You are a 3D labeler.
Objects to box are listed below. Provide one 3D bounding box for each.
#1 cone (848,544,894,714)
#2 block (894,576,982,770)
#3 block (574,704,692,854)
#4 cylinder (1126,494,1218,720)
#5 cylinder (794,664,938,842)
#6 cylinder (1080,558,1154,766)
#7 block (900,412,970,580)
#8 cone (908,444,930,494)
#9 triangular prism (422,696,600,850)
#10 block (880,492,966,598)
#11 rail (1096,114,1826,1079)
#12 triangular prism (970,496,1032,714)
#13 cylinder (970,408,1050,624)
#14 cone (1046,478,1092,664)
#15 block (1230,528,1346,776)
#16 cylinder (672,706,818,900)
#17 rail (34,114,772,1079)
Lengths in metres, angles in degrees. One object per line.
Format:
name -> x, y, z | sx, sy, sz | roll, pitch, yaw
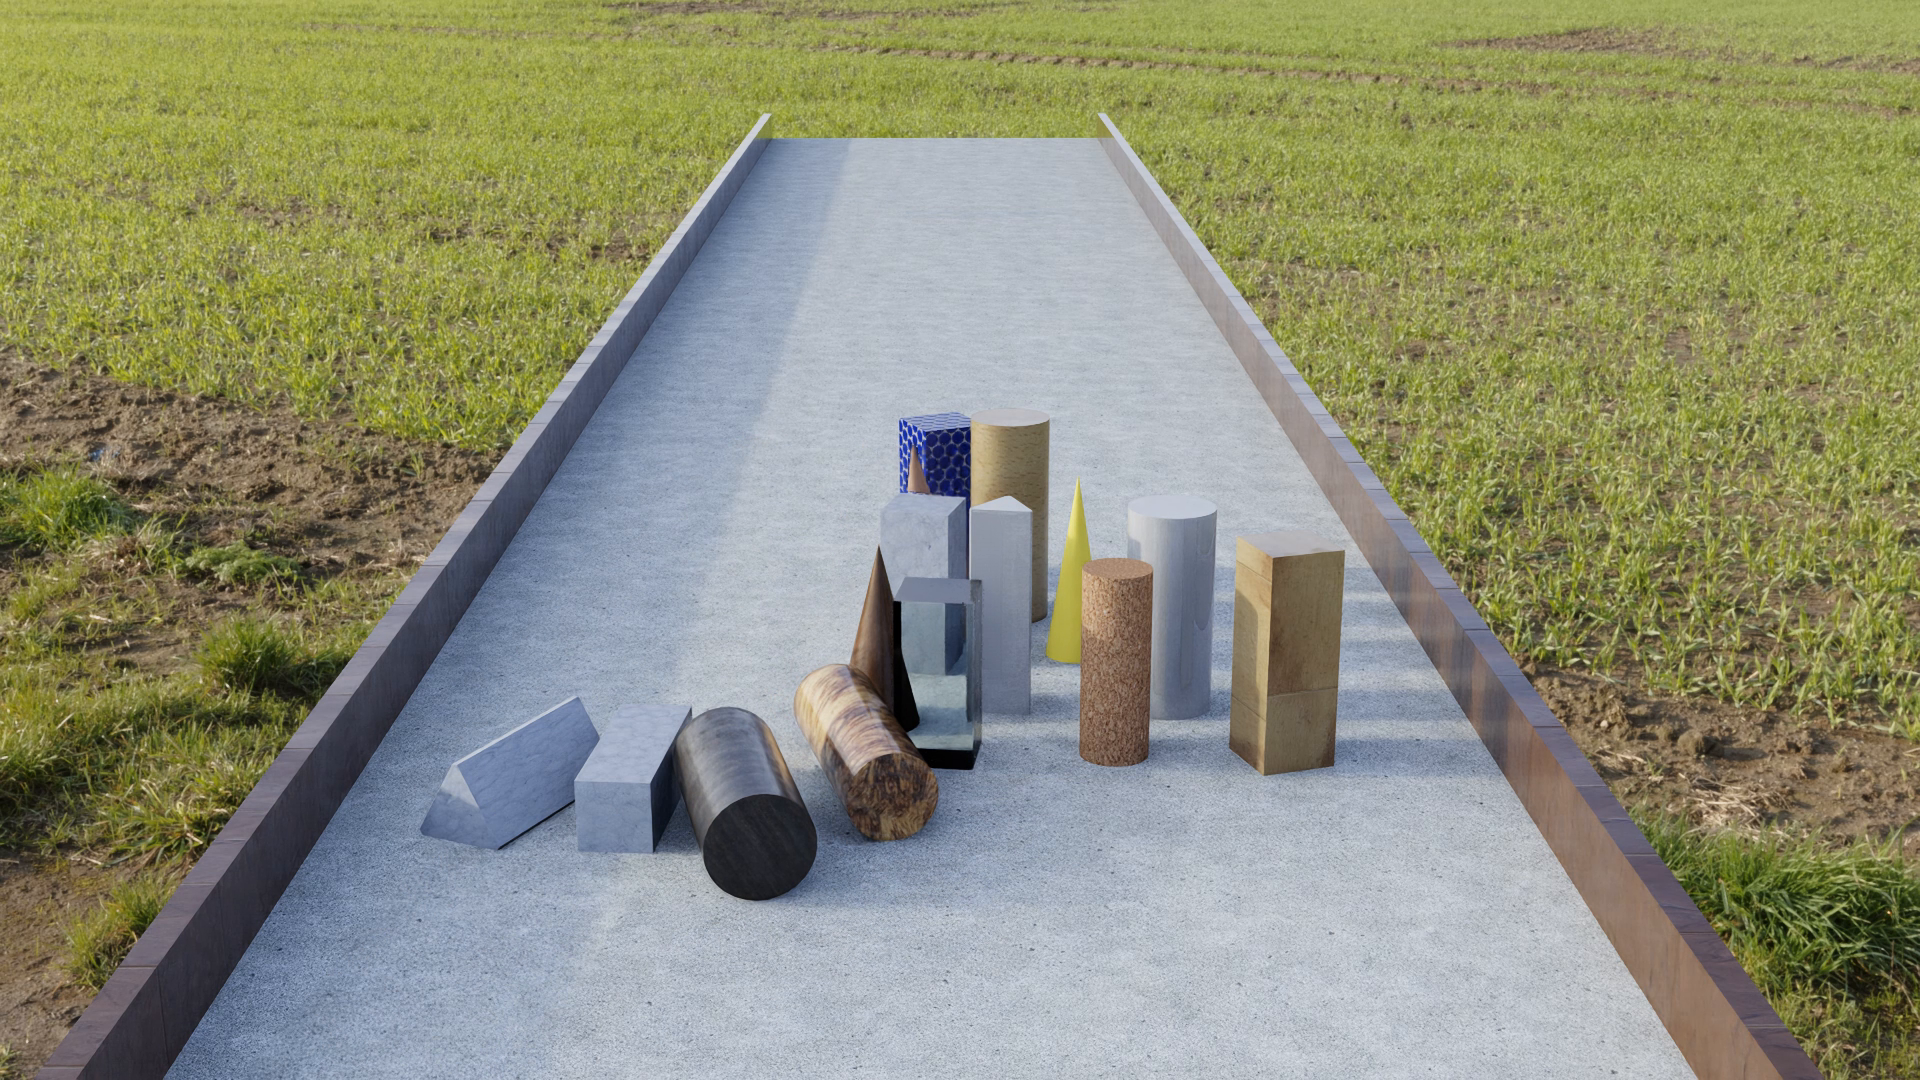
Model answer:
cone -> -0.149, 0.164, 4.093 | 0.163, 0.331, 0.163 | 0, 17, 0
block -> -0.038, 0.235, 3.896 | 0.139, 0.308, 0.139 | 2, 17, 7
block -> -0.541, 0.395, 3.684 | 0.123, 0.123, 0.346 | 1, 17, 4
cylinder -> 0.393, 0.125, 4.119 | 0.165, 0.391, 0.165 | 0, 17, 0
cylinder -> -0.167, 0.356, 3.762 | 0.153, 0.153, 0.441 | -4, 17, -15
cylinder -> 0.276, 0.216, 3.890 | 0.124, 0.348, 0.124 | 0, 17, 0
block -> -0.040, -0.086, 4.878 | 0.141, 0.364, 0.141 | -8, 18, -24
cone -> -0.075, -0.013, 4.558 | 0.177, 0.389, 0.177 | -6, 17, 2
triangular prism -> -0.741, 0.380, 3.701 | 0.156, 0.135, 0.343 | 8, 18, 23
block -> -0.072, 0.079, 4.408 | 0.138, 0.315, 0.138 | 4, 17, 14
rail -> 0.932, -0.844, 7.801 | 0.050, 0.150, 12.000 | 0, 17, -1
triangular prism -> 0.083, 0.121, 4.124 | 0.115, 0.396, 0.100 | 3, 17, 9
cylinder -> 0.105, -0.050, 4.639 | 0.166, 0.431, 0.166 | 0, 17, 0
cone -> 0.234, 0.049, 4.403 | 0.122, 0.375, 0.122 | 0, 17, 0
block -> 0.573, 0.196, 3.868 | 0.138, 0.399, 0.138 | -6, 17, -18
cylinder -> -0.349, 0.415, 3.519 | 0.176, 0.176, 0.379 | -4, 17, -13
rail -> -1.118, -0.838, 7.780 | 0.050, 0.150, 12.000 | 0, 17, -1
